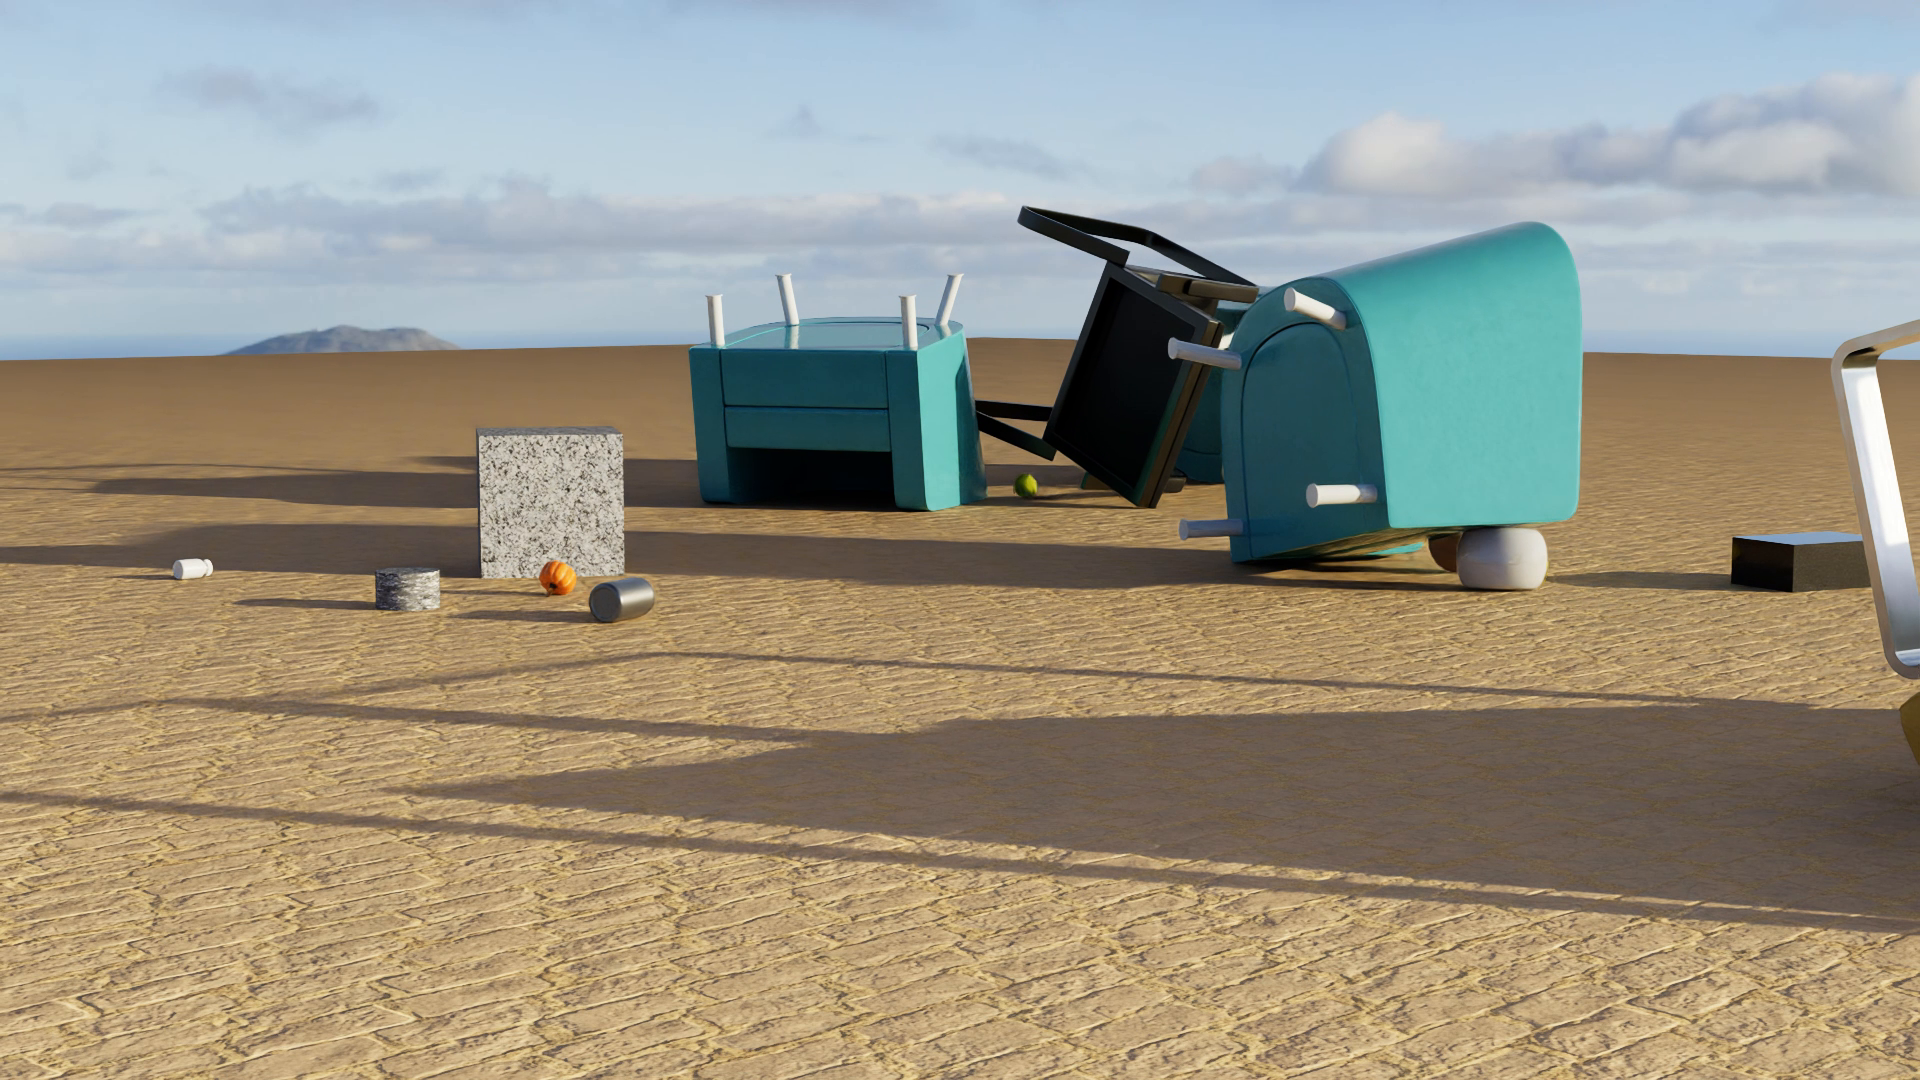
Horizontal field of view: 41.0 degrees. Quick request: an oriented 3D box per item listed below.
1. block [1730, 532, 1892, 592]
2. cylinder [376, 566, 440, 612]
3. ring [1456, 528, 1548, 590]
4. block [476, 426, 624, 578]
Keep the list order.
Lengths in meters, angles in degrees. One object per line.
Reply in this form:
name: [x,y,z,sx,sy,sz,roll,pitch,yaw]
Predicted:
block: [1.819,0.045,5.481,0.278,0.100,0.181,-3,7,-26]
cylinder: [-1.100,0.097,5.109,0.126,0.074,0.122,1,6,11]
ring: [1.140,0.040,5.400,0.190,0.128,0.155,1,-2,15]
block: [-0.923,-0.089,5.761,0.310,0.311,0.314,-1,6,-12]
